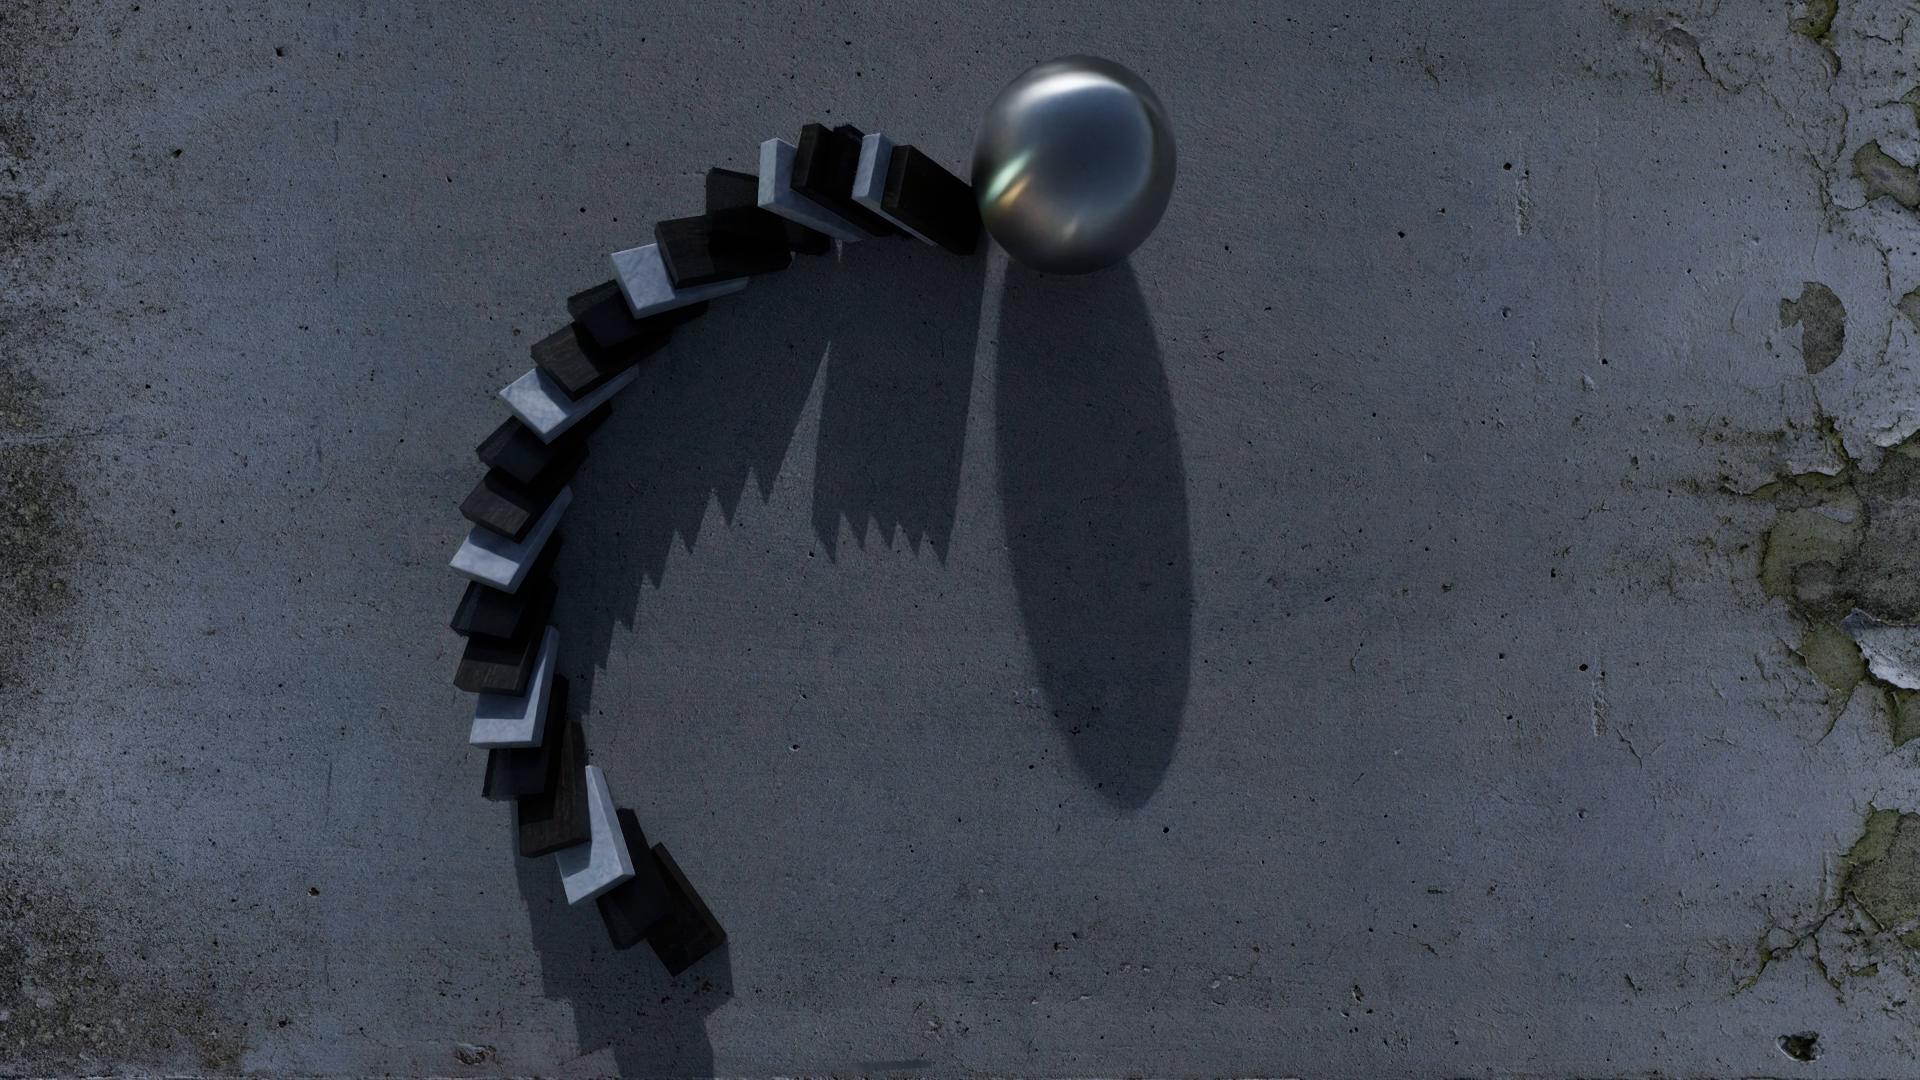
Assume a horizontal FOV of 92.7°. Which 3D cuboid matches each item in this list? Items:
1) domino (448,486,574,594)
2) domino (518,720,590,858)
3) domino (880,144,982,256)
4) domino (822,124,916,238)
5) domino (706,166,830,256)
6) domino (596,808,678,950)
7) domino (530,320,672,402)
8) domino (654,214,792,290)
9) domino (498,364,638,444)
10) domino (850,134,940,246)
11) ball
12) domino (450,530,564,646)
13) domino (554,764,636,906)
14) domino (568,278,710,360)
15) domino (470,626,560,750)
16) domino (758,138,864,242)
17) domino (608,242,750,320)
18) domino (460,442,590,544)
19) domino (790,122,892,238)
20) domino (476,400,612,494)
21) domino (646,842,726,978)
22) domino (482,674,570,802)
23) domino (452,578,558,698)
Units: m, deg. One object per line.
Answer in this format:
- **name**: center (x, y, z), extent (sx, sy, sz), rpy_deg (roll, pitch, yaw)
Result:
- **domino**: center (-0.187, -0.004, 0.384), extent (0.025, 0.010, 0.050), rpy_deg (19, 62, 0)
- **domino**: center (-0.171, 0.104, 0.384), extent (0.025, 0.010, 0.050), rpy_deg (-17, 63, 0)
- **domino**: center (-0.010, -0.139, 0.378), extent (0.010, 0.050, 0.025), rpy_deg (12, 90, 39)
- **domino**: center (-0.033, -0.146, 0.378), extent (0.010, 0.050, 0.025), rpy_deg (12, 90, 39)
- **domino**: center (-0.080, -0.136, 0.383), extent (0.050, 0.010, 0.025), rpy_deg (0, 88, -31)
- **domino**: center (-0.141, 0.141, 0.384), extent (0.025, 0.009, 0.050), rpy_deg (-36, 64, 0)
- **domino**: center (-0.150, -0.082, 0.384), extent (0.025, 0.010, 0.050), rpy_deg (47, 62, 0)
- **domino**: center (-0.099, -0.123, 0.384), extent (0.050, 0.010, 0.025), rpy_deg (-20, 90, -28)
- **domino**: center (-0.163, -0.065, 0.384), extent (0.025, 0.010, 0.050), rpy_deg (42, 62, 0)
- **domino**: center (-0.022, -0.143, 0.378), extent (0.010, 0.050, 0.025), rpy_deg (12, 90, 39)
- **ball**: center (0.044, -0.145, 0.360), extent (0.080, 0.080, 0.080), rpy_deg (0, 90, 0)
- **domino**: center (-0.189, 0.018, 0.384), extent (0.025, 0.010, 0.050), rpy_deg (11, 62, 0)
- **domino**: center (-0.157, 0.124, 0.385), extent (0.025, 0.009, 0.050), rpy_deg (-30, 64, 0)
- **domino**: center (-0.134, -0.098, 0.384), extent (0.050, 0.010, 0.025), rpy_deg (-34, 90, -28)
- **domino**: center (-0.186, 0.061, 0.385), extent (0.025, 0.009, 0.050), rpy_deg (-2, 63, 0)
- **domino**: center (-0.060, -0.143, 0.377), extent (0.009, 0.050, 0.025), rpy_deg (3, 90, 38)
- **domino**: center (-0.117, -0.112, 0.384), extent (0.050, 0.009, 0.025), rpy_deg (-26, 90, -28)
- **domino**: center (-0.182, -0.025, 0.384), extent (0.025, 0.010, 0.050), rpy_deg (26, 62, 0)
- **domino**: center (-0.046, -0.147, 0.377), extent (0.009, 0.050, 0.025), rpy_deg (12, 90, 39)
- **domino**: center (-0.173, -0.046, 0.384), extent (0.025, 0.010, 0.050), rpy_deg (34, 62, 0)
- **domino**: center (-0.126, 0.159, 0.395), extent (0.025, 0.009, 0.050), rpy_deg (-35, 90, 0)
- **domino**: center (-0.182, 0.083, 0.384), extent (0.025, 0.010, 0.050), rpy_deg (-4, 63, 0)
- **domino**: center (-0.189, 0.039, 0.384), extent (0.025, 0.009, 0.050), rpy_deg (6, 62, 0)
